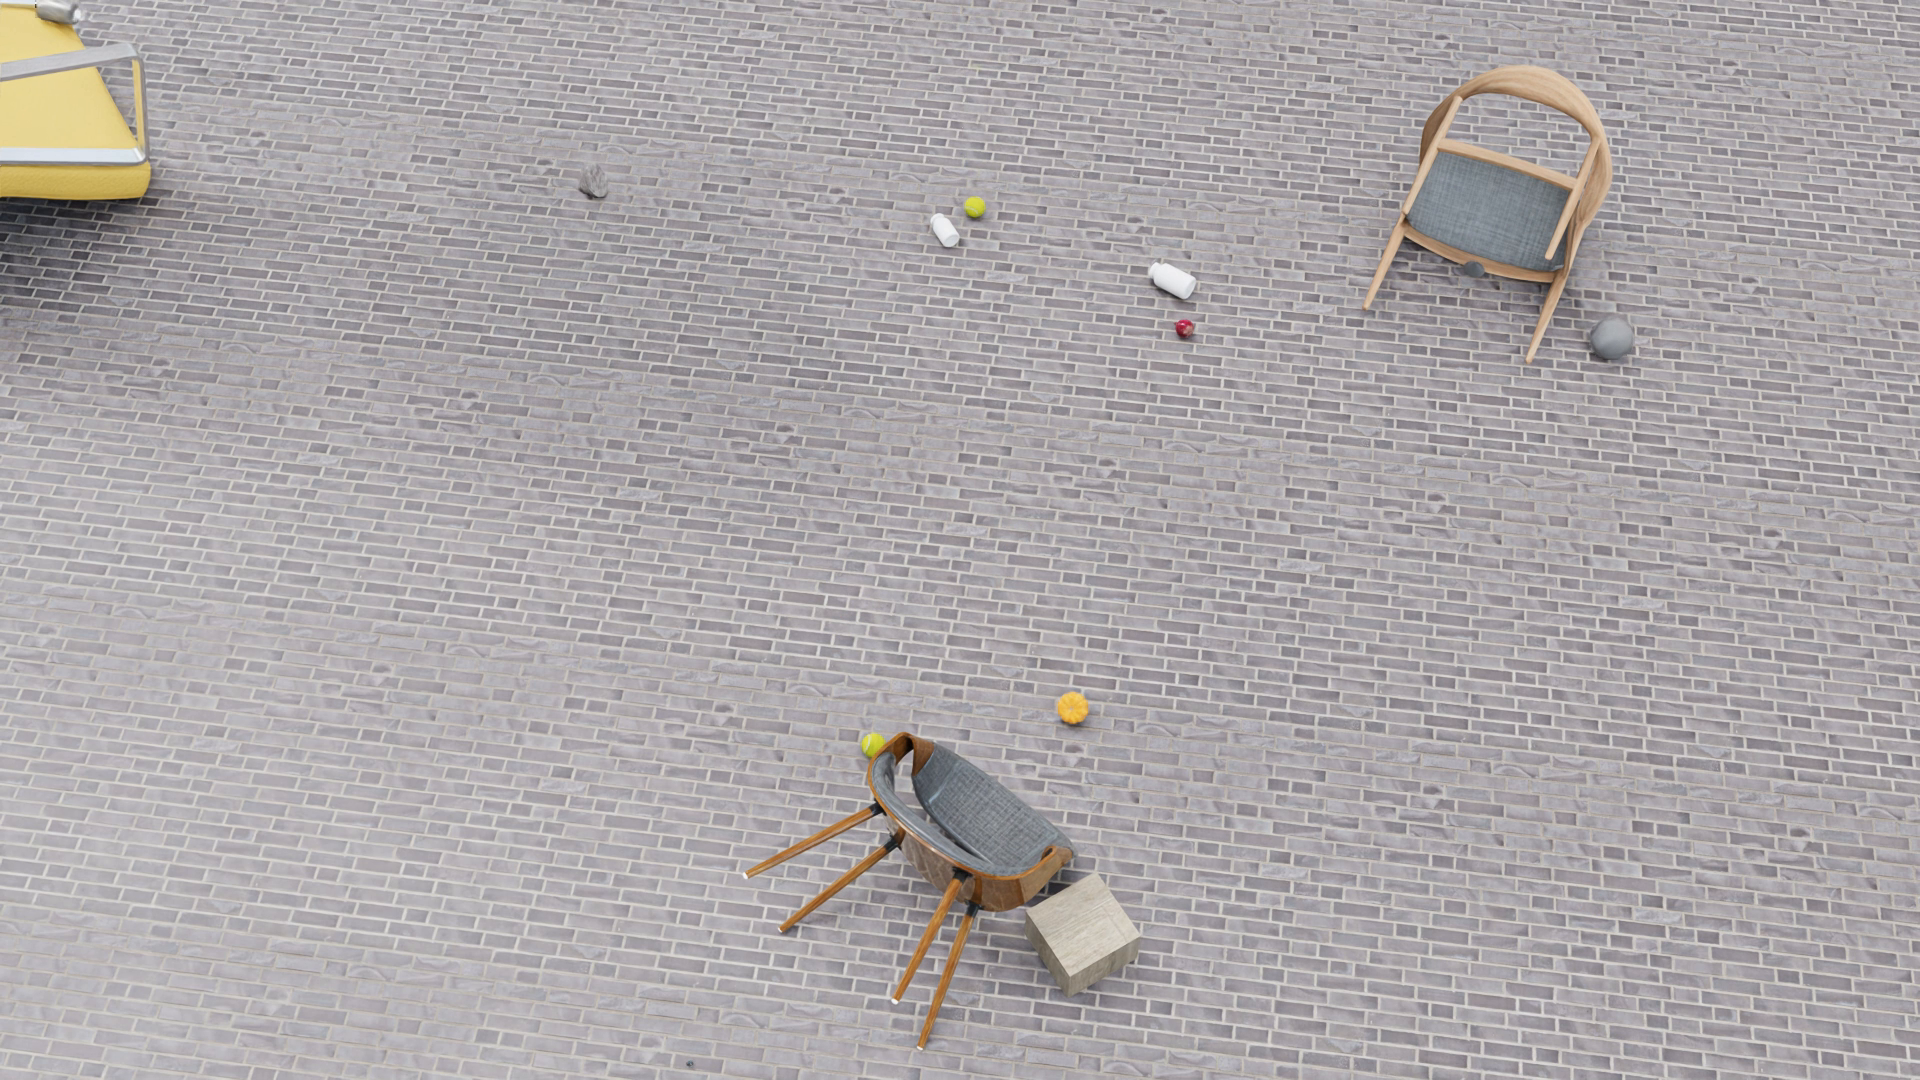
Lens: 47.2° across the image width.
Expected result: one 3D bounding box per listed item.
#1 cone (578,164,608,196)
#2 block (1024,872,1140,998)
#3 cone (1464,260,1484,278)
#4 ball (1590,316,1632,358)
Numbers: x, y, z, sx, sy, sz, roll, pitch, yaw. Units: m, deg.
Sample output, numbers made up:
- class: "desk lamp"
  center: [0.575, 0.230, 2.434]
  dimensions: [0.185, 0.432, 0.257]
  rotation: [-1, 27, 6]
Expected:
- class: "cone"
  center: [-1.246, -1.188, 7.342]
  dimensions: [0.087, 0.112, 0.121]
  rotation: [-16, 38, 30]
- class: "block"
  center: [0.321, 1.039, 5.788]
  dimensions: [0.219, 0.148, 0.213]
  rotation: [-27, 60, -17]
- class: "cone"
  center: [1.666, -0.888, 7.117]
  dimensions: [0.070, 0.071, 0.054]
  rotation: [30, 85, 14]
- class: "ball"
  center: [2.050, -0.637, 6.922]
  dimensions: [0.131, 0.131, 0.131]
  rotation: [0, 56, 0]
